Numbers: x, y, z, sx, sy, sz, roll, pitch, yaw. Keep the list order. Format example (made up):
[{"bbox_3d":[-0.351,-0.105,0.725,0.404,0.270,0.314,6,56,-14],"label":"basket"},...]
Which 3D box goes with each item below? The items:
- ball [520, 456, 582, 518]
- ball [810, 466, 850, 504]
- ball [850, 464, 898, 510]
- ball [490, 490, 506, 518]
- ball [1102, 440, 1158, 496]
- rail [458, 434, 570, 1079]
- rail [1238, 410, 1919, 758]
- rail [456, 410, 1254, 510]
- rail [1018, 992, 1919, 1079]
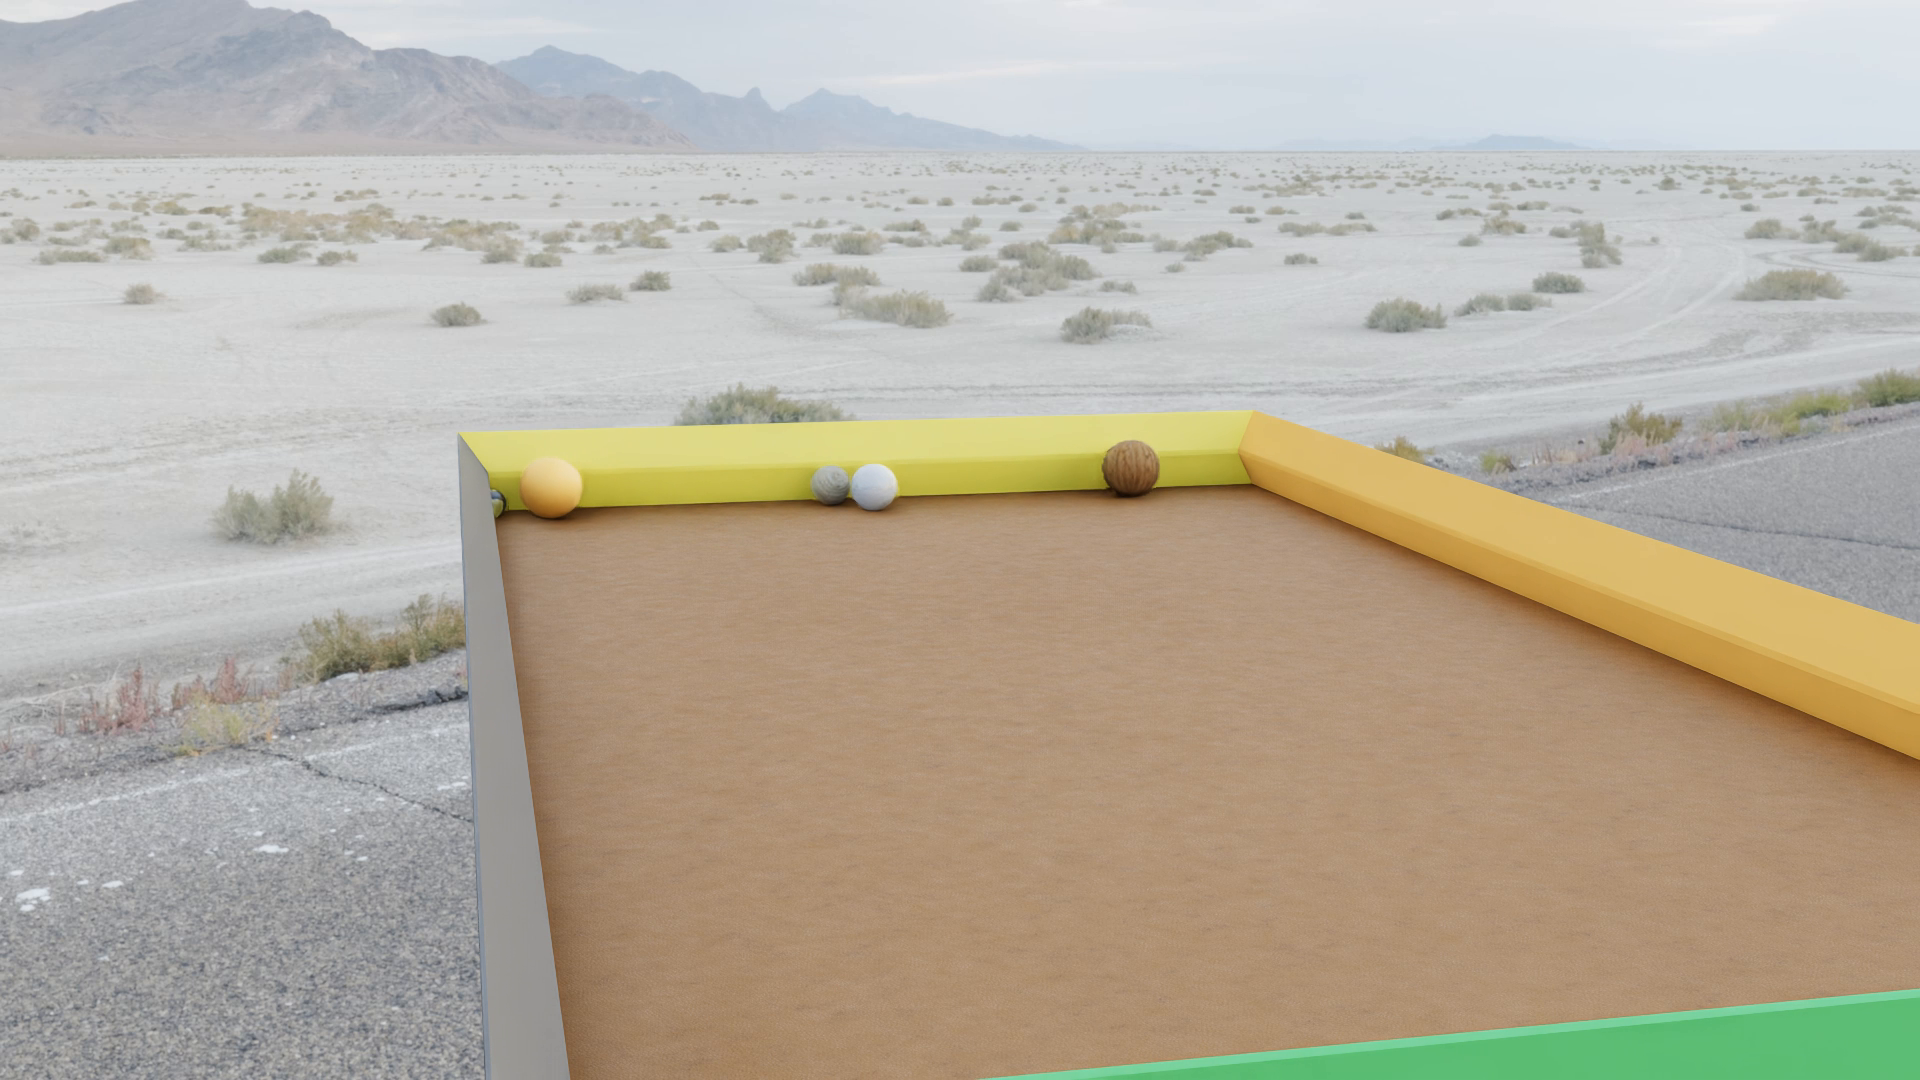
[{"bbox_3d":[-0.647,-0.083,3.484,0.098,0.098,0.098,0,10,0],"label":"ball"},{"bbox_3d":[-0.214,-0.090,3.617,0.066,0.066,0.066,0,10,0],"label":"ball"},{"bbox_3d":[-0.139,-0.086,3.562,0.076,0.076,0.076,0,10,0],"label":"ball"},{"bbox_3d":[-0.743,-0.057,3.488,0.046,0.046,0.046,0,10,0],"label":"ball"},{"bbox_3d":[0.287,-0.121,3.703,0.095,0.095,0.095,0,10,0],"label":"ball"},{"bbox_3d":[-0.491,0.113,2.293,0.045,0.127,2.619,-2,10,-13],"label":"rail"},{"bbox_3d":[0.785,0.061,2.583,0.045,0.127,2.619,-2,10,-13],"label":"rail"},{"bbox_3d":[-0.142,-0.132,3.672,1.357,0.127,0.045,-2,10,-13],"label":"rail"},{"bbox_3d":[0.437,0.306,1.204,1.357,0.127,0.045,-2,10,-13],"label":"rail"}]
